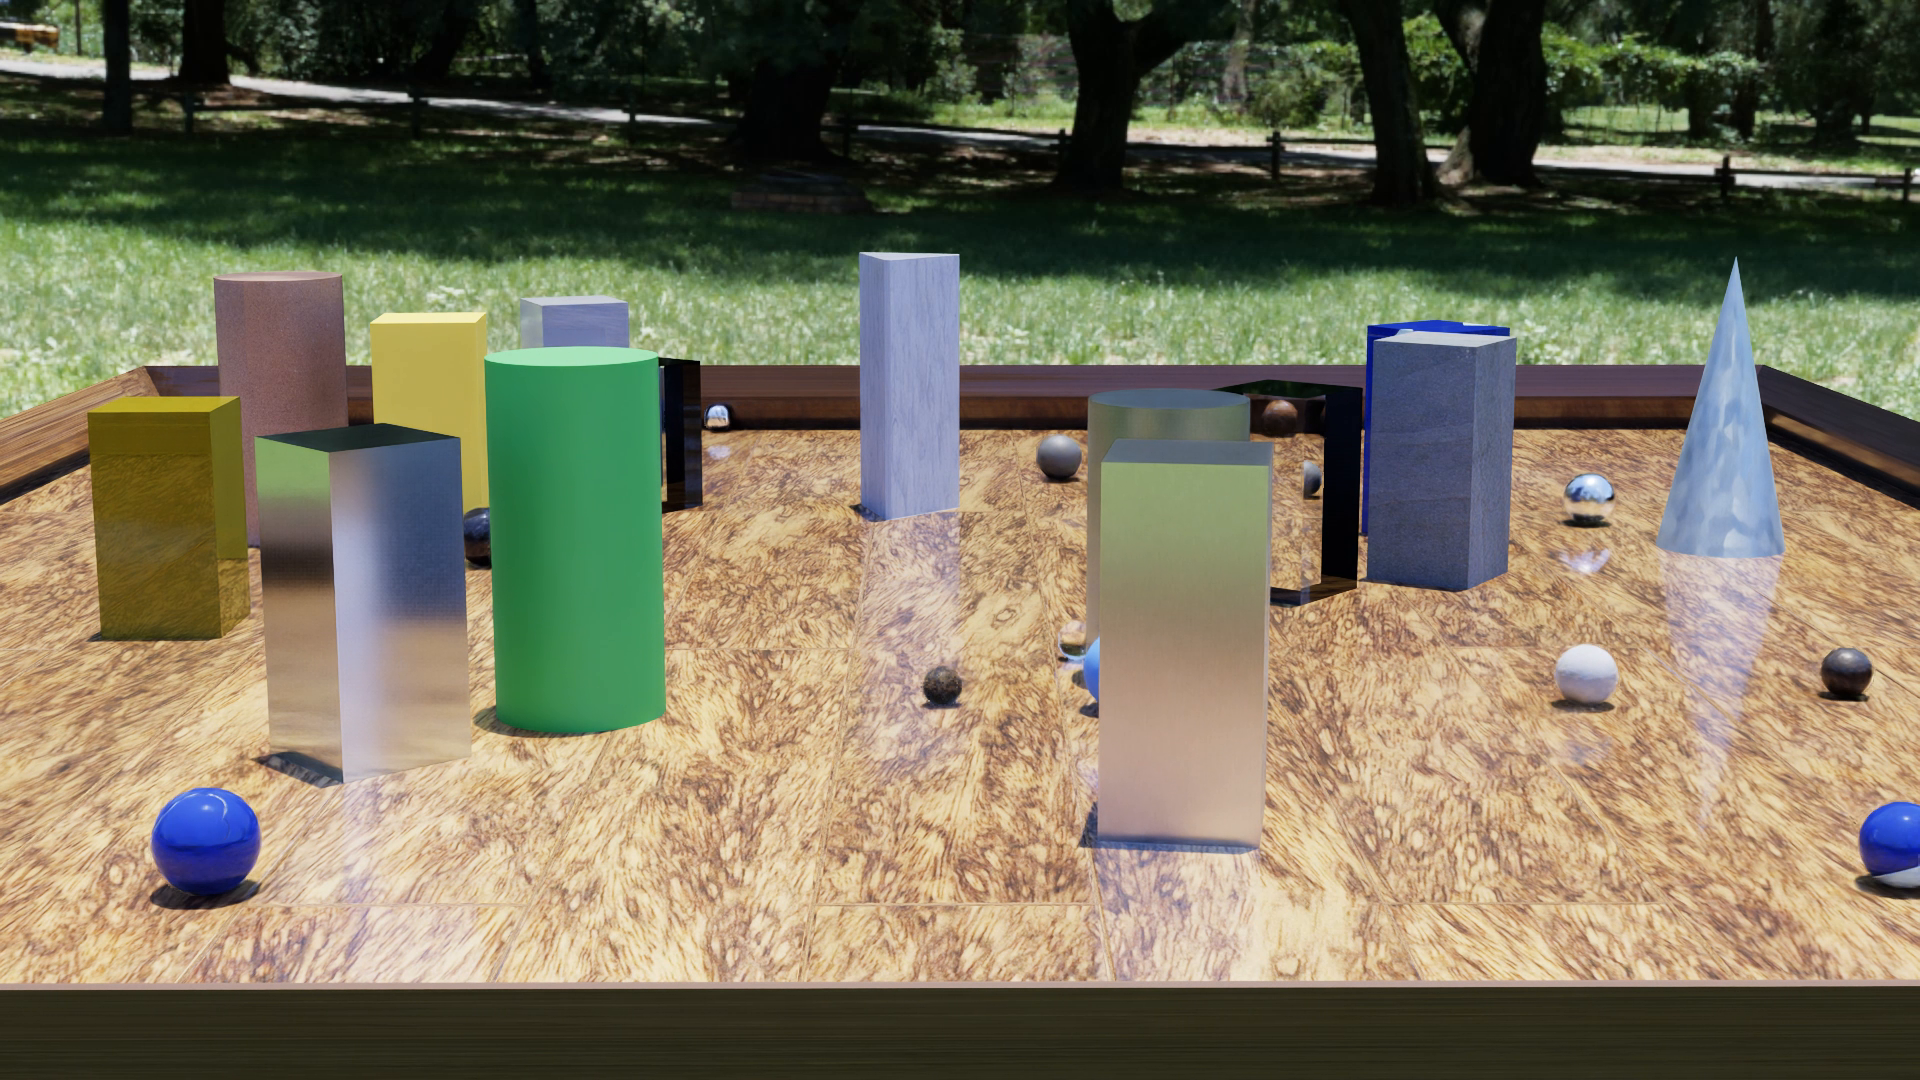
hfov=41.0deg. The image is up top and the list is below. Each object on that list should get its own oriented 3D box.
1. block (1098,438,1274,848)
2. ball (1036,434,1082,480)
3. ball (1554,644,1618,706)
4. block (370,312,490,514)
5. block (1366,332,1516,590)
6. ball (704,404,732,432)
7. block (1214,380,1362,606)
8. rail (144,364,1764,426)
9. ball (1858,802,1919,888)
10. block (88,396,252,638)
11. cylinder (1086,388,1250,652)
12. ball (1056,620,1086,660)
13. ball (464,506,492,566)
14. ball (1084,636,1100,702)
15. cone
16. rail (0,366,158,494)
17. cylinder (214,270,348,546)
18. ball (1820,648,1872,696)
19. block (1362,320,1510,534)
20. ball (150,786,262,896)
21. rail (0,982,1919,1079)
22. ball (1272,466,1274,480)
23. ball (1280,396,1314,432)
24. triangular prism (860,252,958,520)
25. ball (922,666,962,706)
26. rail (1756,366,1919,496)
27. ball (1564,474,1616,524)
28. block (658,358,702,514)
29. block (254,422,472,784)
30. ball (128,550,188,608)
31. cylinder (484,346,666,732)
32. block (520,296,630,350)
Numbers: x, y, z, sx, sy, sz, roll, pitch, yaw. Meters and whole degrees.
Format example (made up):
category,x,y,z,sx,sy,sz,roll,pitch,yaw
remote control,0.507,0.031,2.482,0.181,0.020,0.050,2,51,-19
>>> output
category,x,y,z,sx,sy,sz,roll,pitch,yaw
block,0.217,0.095,2.462,0.153,0.363,0.153,2,11,8
ball,0.175,-0.147,4.536,0.080,0.080,0.080,0,11,0
ball,0.718,0.155,2.940,0.071,0.071,0.071,0,11,0
block,-0.795,-0.161,3.876,0.153,0.350,0.153,-1,11,-4
block,0.688,-0.117,3.663,0.153,0.341,0.153,7,13,32
ball,-0.484,-0.245,5.137,0.054,0.054,0.054,0,11,0
block,0.450,-0.069,3.564,0.153,0.283,0.153,8,13,38
rail,-0.010,-0.287,5.164,3.270,0.124,0.045,0,11,0
ball,0.843,0.272,2.293,0.077,0.077,0.077,0,11,0
block,-1.025,-0.031,3.336,0.153,0.292,0.153,0,11,-1
cylinder,0.247,-0.002,3.056,0.191,0.336,0.191,0,11,0
ball,0.144,0.124,3.168,0.049,0.049,0.049,0,11,0
ball,-0.698,-0.006,3.763,0.086,0.086,0.086,0,11,0
ball,0.188,0.148,2.912,0.096,0.096,0.096,0,11,0
cone,1.160,-0.208,3.875,0.191,0.442,0.191,0,11,0
rail,-1.611,0.034,3.440,0.045,0.124,3.536,0,11,0
cylinder,-1.046,-0.207,3.974,0.191,0.404,0.191,0,11,0
ball,1.031,0.153,2.983,0.058,0.058,0.058,0,11,0
block,0.738,-0.169,3.988,0.153,0.325,0.153,-8,13,-35
ball,-0.668,0.267,2.274,0.095,0.095,0.095,0,11,0
rail,0.010,0.351,1.734,3.270,0.124,0.045,0,11,0
ball,0.509,-0.116,4.412,0.064,0.064,0.064,0,11,0
ball,0.674,-0.251,5.126,0.070,0.070,0.070,0,11,0
triangular prism,-0.111,-0.258,4.210,0.144,0.418,0.166,10,14,43
ball,-0.021,0.167,2.942,0.046,0.046,0.046,0,11,0
rail,1.611,0.030,3.458,0.045,0.124,3.536,0,11,0
ball,1.006,-0.067,4.102,0.081,0.081,0.081,0,11,0
block,-0.535,-0.173,4.234,0.153,0.242,0.153,8,13,35
block,-0.627,0.061,2.702,0.153,0.342,0.153,-10,14,-42
ball,-1.084,0.053,3.468,0.078,0.078,0.078,0,11,0
cylinder,-0.431,-0.005,2.882,0.191,0.406,0.191,0,11,0
block,-0.676,-0.264,4.520,0.153,0.317,0.153,-5,11,-23
